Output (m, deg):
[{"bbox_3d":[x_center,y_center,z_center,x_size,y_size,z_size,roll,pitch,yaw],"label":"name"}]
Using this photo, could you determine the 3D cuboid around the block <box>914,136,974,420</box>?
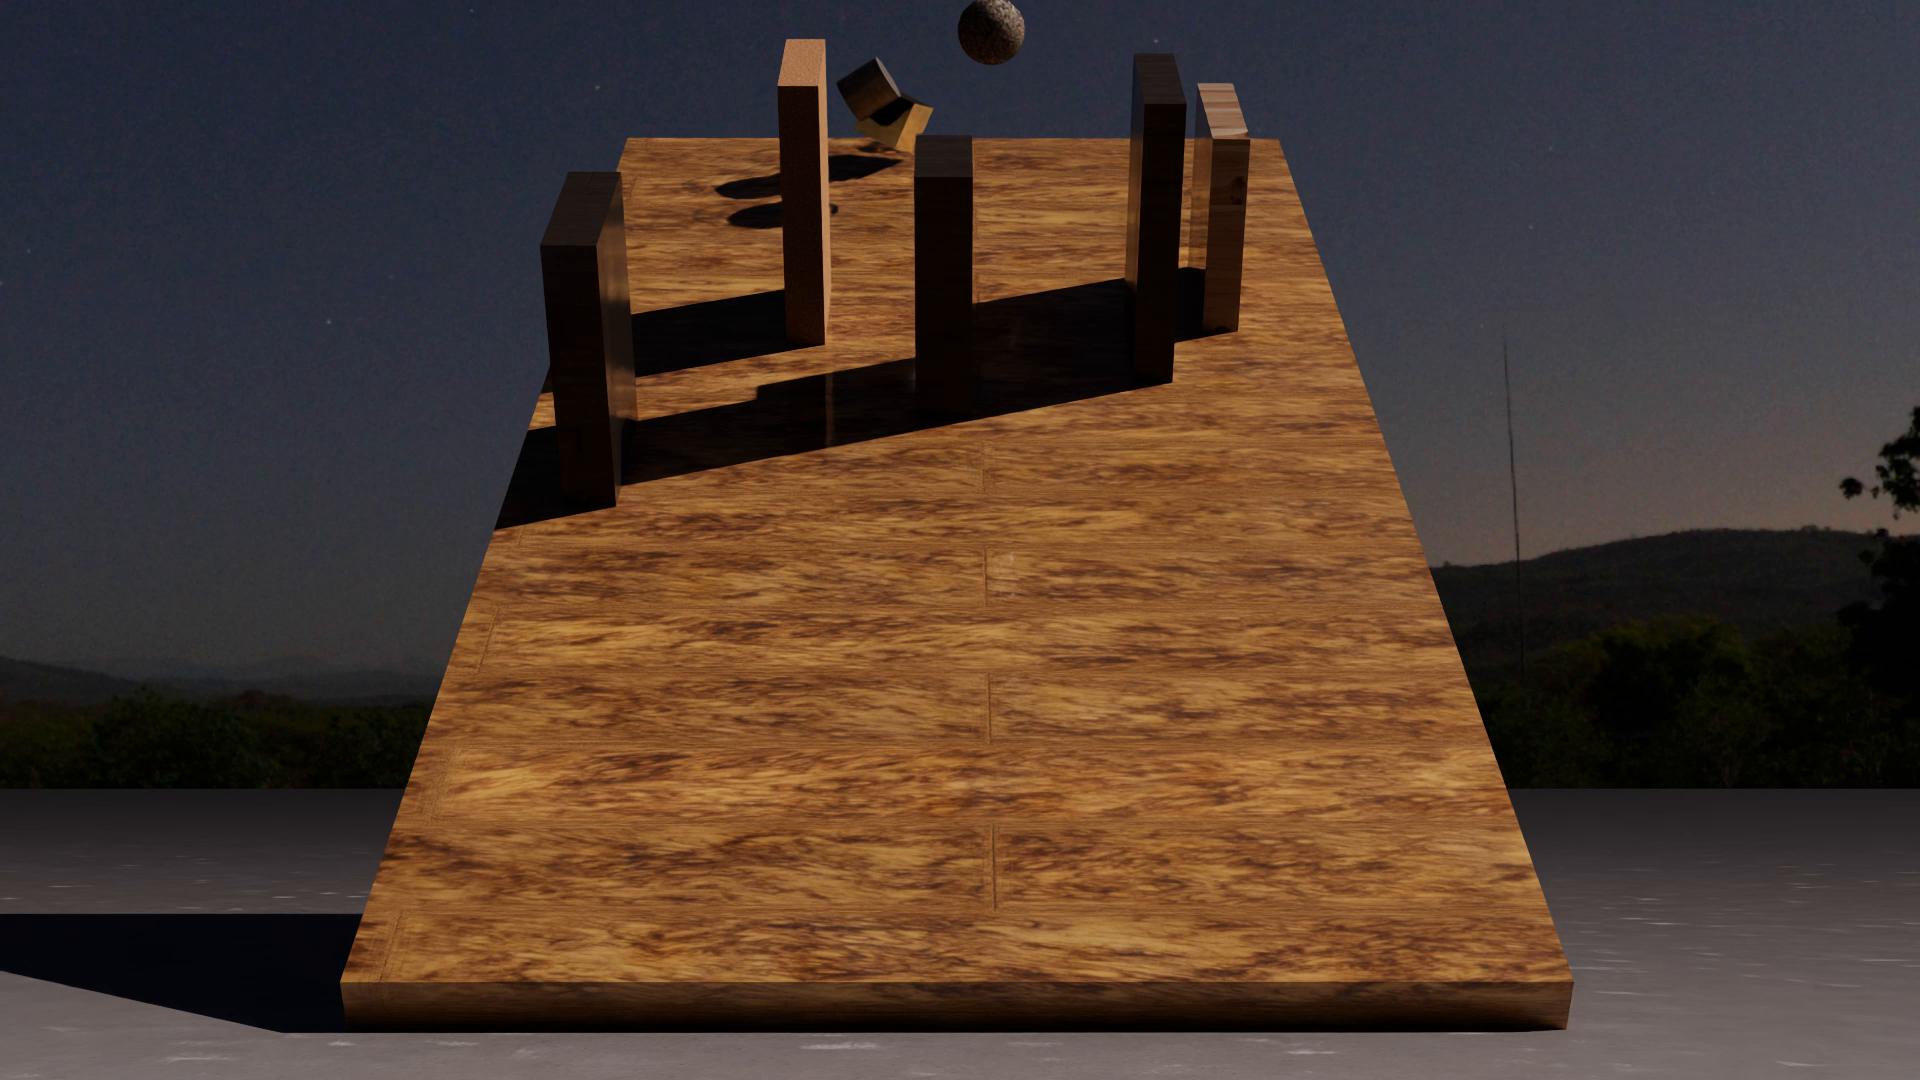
[{"bbox_3d":[-0.038,-0.616,5.657,0.132,0.607,0.275,0,29,0],"label":"block"}]

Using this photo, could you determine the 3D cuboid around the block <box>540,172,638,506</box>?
[{"bbox_3d":[-0.817,-0.449,5.342,0.117,0.618,0.433,0,29,0],"label":"block"}]

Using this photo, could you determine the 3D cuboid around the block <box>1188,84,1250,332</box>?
[{"bbox_3d":[0.664,-0.860,6.195,0.092,0.514,0.424,0,29,0],"label":"block"}]

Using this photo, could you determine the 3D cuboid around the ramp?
[{"bbox_3d":[-0.012,-0.216,5.666,2.000,0.100,4.000,0,29,0],"label":"ramp"}]

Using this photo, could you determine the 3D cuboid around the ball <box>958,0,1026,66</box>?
[{"bbox_3d":[0.089,-1.447,6.832,0.191,0.191,0.191,0,-6,0],"label":"ball"}]

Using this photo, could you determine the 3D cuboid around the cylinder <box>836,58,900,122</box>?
[{"bbox_3d":[-0.266,-1.315,7.012,0.135,0.135,0.135,-30,-13,11],"label":"cylinder"}]

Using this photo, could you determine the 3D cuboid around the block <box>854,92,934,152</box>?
[{"bbox_3d":[-0.197,-1.254,7.154,0.146,0.146,0.146,29,14,18],"label":"block"}]

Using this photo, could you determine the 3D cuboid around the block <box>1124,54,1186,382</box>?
[{"bbox_3d":[0.471,-0.784,5.858,0.097,0.708,0.374,0,29,0],"label":"block"}]

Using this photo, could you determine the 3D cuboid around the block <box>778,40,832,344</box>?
[{"bbox_3d":[-0.388,-0.876,6.050,0.097,0.675,0.365,0,29,0],"label":"block"}]
